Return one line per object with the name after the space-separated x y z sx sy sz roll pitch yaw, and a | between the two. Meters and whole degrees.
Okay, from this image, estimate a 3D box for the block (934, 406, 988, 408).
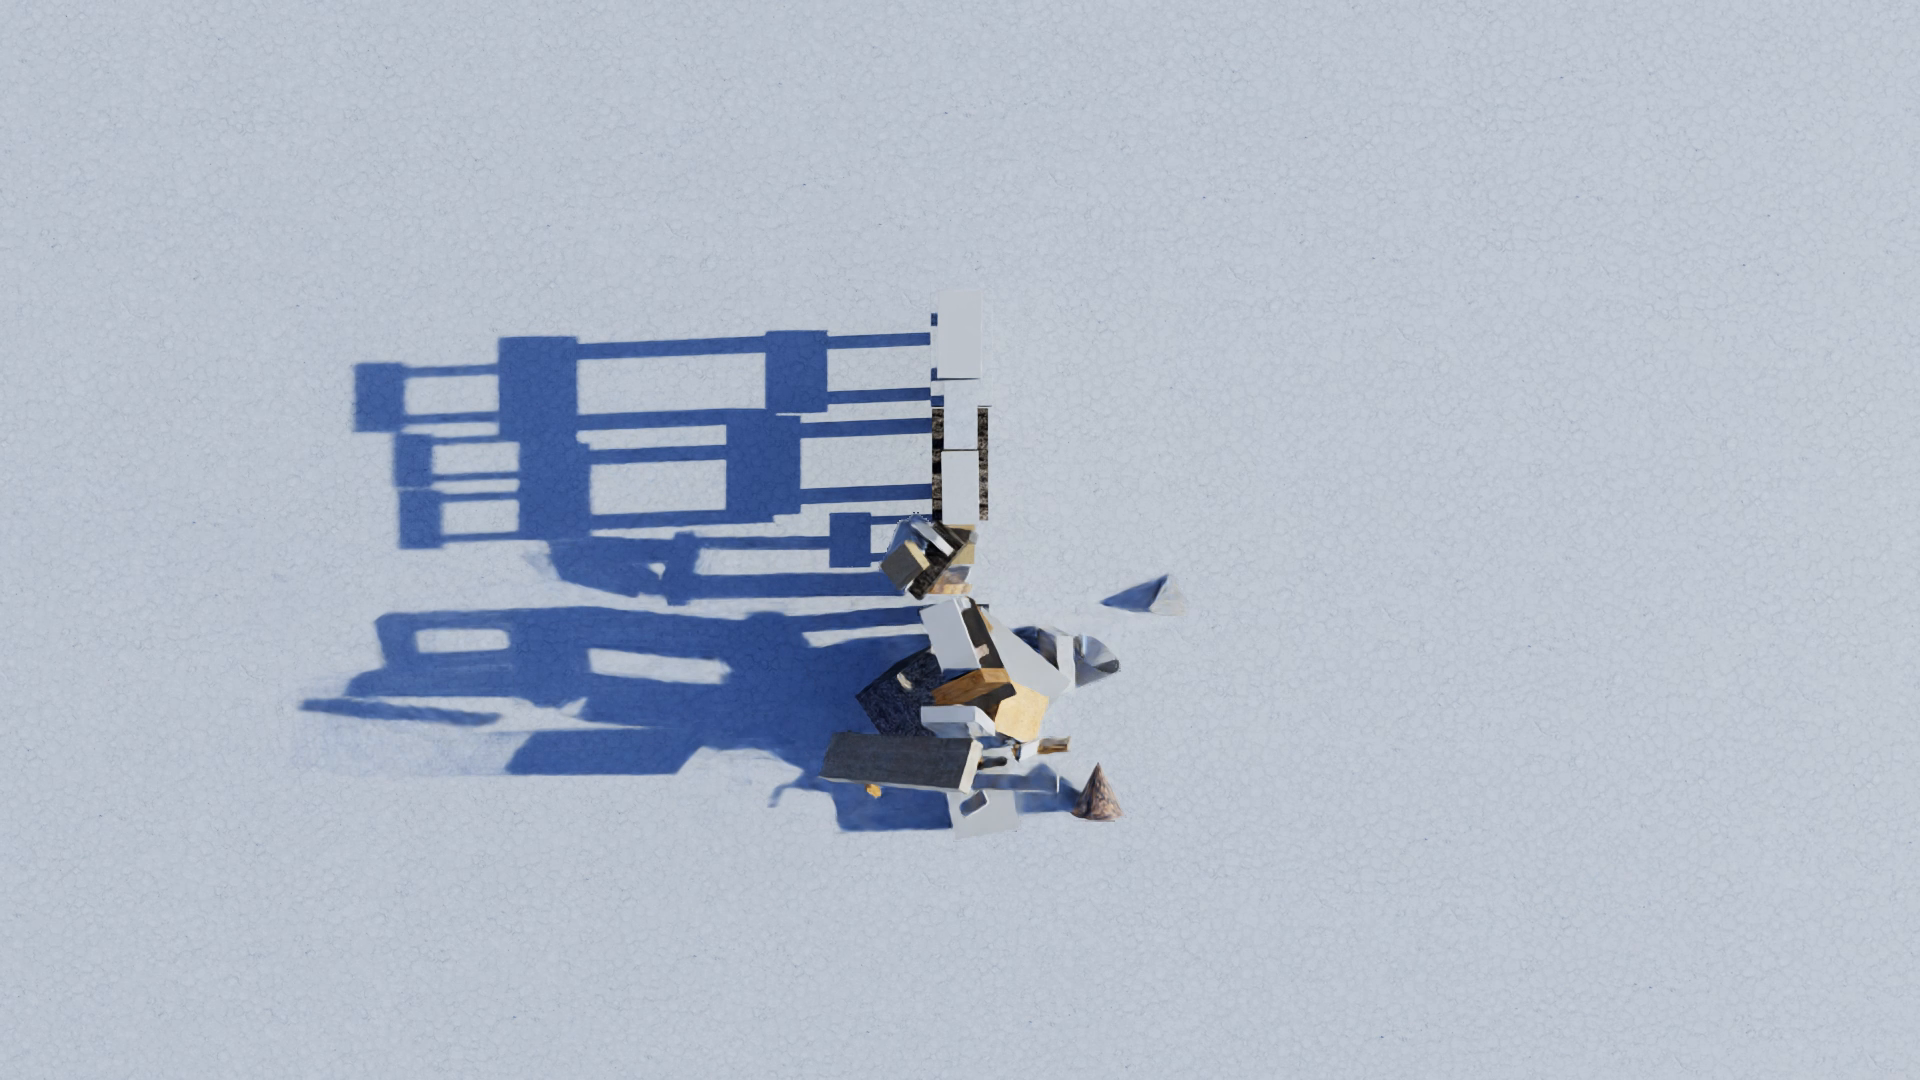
0.003 -0.277 5.147 0.165 0.047 0.329 0 90 0 | block

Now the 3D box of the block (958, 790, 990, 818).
0.044 0.825 5.150 0.096 0.014 0.048 -35 58 19 | block

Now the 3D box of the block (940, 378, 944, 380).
-0.001 -0.476 4.602 0.118 0.236 0.033 0 90 0 | block

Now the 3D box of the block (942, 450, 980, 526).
0.001 -0.143 4.538 0.101 0.029 0.202 -1 90 0 | block

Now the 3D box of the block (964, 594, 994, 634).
0.006 0.266 4.934 0.152 0.304 0.043 -41 71 -3 | block

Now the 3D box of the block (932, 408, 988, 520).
0.000 -0.218 4.777 0.162 0.046 0.324 0 90 0 | block

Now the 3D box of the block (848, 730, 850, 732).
-0.326 0.696 5.386 0.021 0.074 0.149 -30 119 21 | block

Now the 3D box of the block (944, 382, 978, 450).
0.002 -0.340 4.524 0.091 0.026 0.183 0 90 0 | block

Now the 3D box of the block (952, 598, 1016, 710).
0.031 0.336 4.757 0.152 0.043 0.304 -25 88 -1 | block

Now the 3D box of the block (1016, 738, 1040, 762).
0.204 0.635 4.990 0.014 0.096 0.048 23 110 30 | block

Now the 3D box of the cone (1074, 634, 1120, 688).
0.405 0.441 5.460 0.179 0.179 0.179 34 117 0 | cone

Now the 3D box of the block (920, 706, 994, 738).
-0.004 0.497 4.503 0.149 0.299 0.042 -3 75 10 | block

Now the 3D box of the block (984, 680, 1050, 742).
0.165 0.509 4.914 0.043 0.304 0.152 17 83 30 | block

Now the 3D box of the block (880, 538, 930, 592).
-0.166 0.075 4.939 0.028 0.200 0.100 -35 86 -32 | block

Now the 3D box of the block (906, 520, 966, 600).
-0.093 0.063 5.051 0.113 0.032 0.226 43 103 17 | block

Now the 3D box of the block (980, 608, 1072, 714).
0.149 0.391 5.102 0.357 0.051 0.179 40 87 3 | block

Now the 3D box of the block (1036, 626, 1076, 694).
0.309 0.382 5.316 0.051 0.357 0.179 -4 92 -7 | block

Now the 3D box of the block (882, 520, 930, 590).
-0.166 0.046 4.995 0.100 0.028 0.200 38 132 18 | block

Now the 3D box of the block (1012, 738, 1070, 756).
0.267 0.676 5.399 0.183 0.091 0.026 -6 97 11 | block

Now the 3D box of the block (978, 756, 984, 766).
0.025 0.706 5.322 0.074 0.149 0.021 -10 69 8 | block

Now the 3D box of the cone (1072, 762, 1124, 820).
0.453 0.810 5.406 0.175 0.175 0.175 0 95 0 | cone

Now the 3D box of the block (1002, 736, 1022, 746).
0.195 0.626 5.400 0.026 0.183 0.091 38 75 -2 | block

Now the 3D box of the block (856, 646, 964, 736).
-0.146 0.511 5.335 0.224 0.224 0.224 -37 95 -44 | block

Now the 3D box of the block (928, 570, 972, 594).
-0.071 0.131 5.237 0.113 0.333 0.032 29 99 20 | block

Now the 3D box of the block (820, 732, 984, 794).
-0.189 0.666 4.971 0.042 0.676 0.149 30 68 -35 | block

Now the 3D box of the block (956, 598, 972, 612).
-0.027 0.200 4.635 0.101 0.203 0.029 -27 86 4 | block

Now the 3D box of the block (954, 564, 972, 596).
0.000 0.130 5.394 0.045 0.013 0.090 24 97 20 | block

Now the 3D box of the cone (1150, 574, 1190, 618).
0.695 0.168 5.470 0.133 0.133 0.133 5 63 0 | cone

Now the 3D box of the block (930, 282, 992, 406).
0.004 -0.562 4.745 0.177 0.050 0.354 0 90 0 | block

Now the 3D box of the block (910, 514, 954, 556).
-0.083 -0.014 4.924 0.100 0.200 0.028 42 89 17 | block

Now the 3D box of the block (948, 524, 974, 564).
0.000 -0.015 5.303 0.092 0.026 0.184 0 90 0 | block

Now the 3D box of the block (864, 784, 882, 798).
-0.303 0.768 5.425 0.021 0.074 0.149 -28 54 10 | block

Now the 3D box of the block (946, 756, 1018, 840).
0.068 0.842 5.396 0.208 0.208 0.208 -11 90 0 | block

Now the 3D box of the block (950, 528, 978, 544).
-0.012 -0.015 5.172 0.113 0.226 0.032 6 88 7 | block

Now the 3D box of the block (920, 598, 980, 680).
-0.027 0.271 4.516 0.101 0.029 0.203 -21 88 9 | block

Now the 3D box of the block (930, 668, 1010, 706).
0.034 0.405 4.569 0.149 0.299 0.042 -26 80 12 | block

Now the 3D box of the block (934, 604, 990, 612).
0.005 0.251 5.320 0.179 0.357 0.051 -1 94 0 | block

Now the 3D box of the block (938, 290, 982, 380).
-0.001 -0.555 4.468 0.118 0.033 0.236 0 90 0 | block

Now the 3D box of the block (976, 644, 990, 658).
0.019 0.334 4.627 0.101 0.203 0.029 -27 86 9 | block

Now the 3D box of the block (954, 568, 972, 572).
0.010 0.098 5.453 0.045 0.090 0.013 -5 90 -7 | block

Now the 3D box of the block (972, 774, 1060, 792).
0.172 0.768 5.217 0.296 0.014 0.048 -2 68 24 | block
